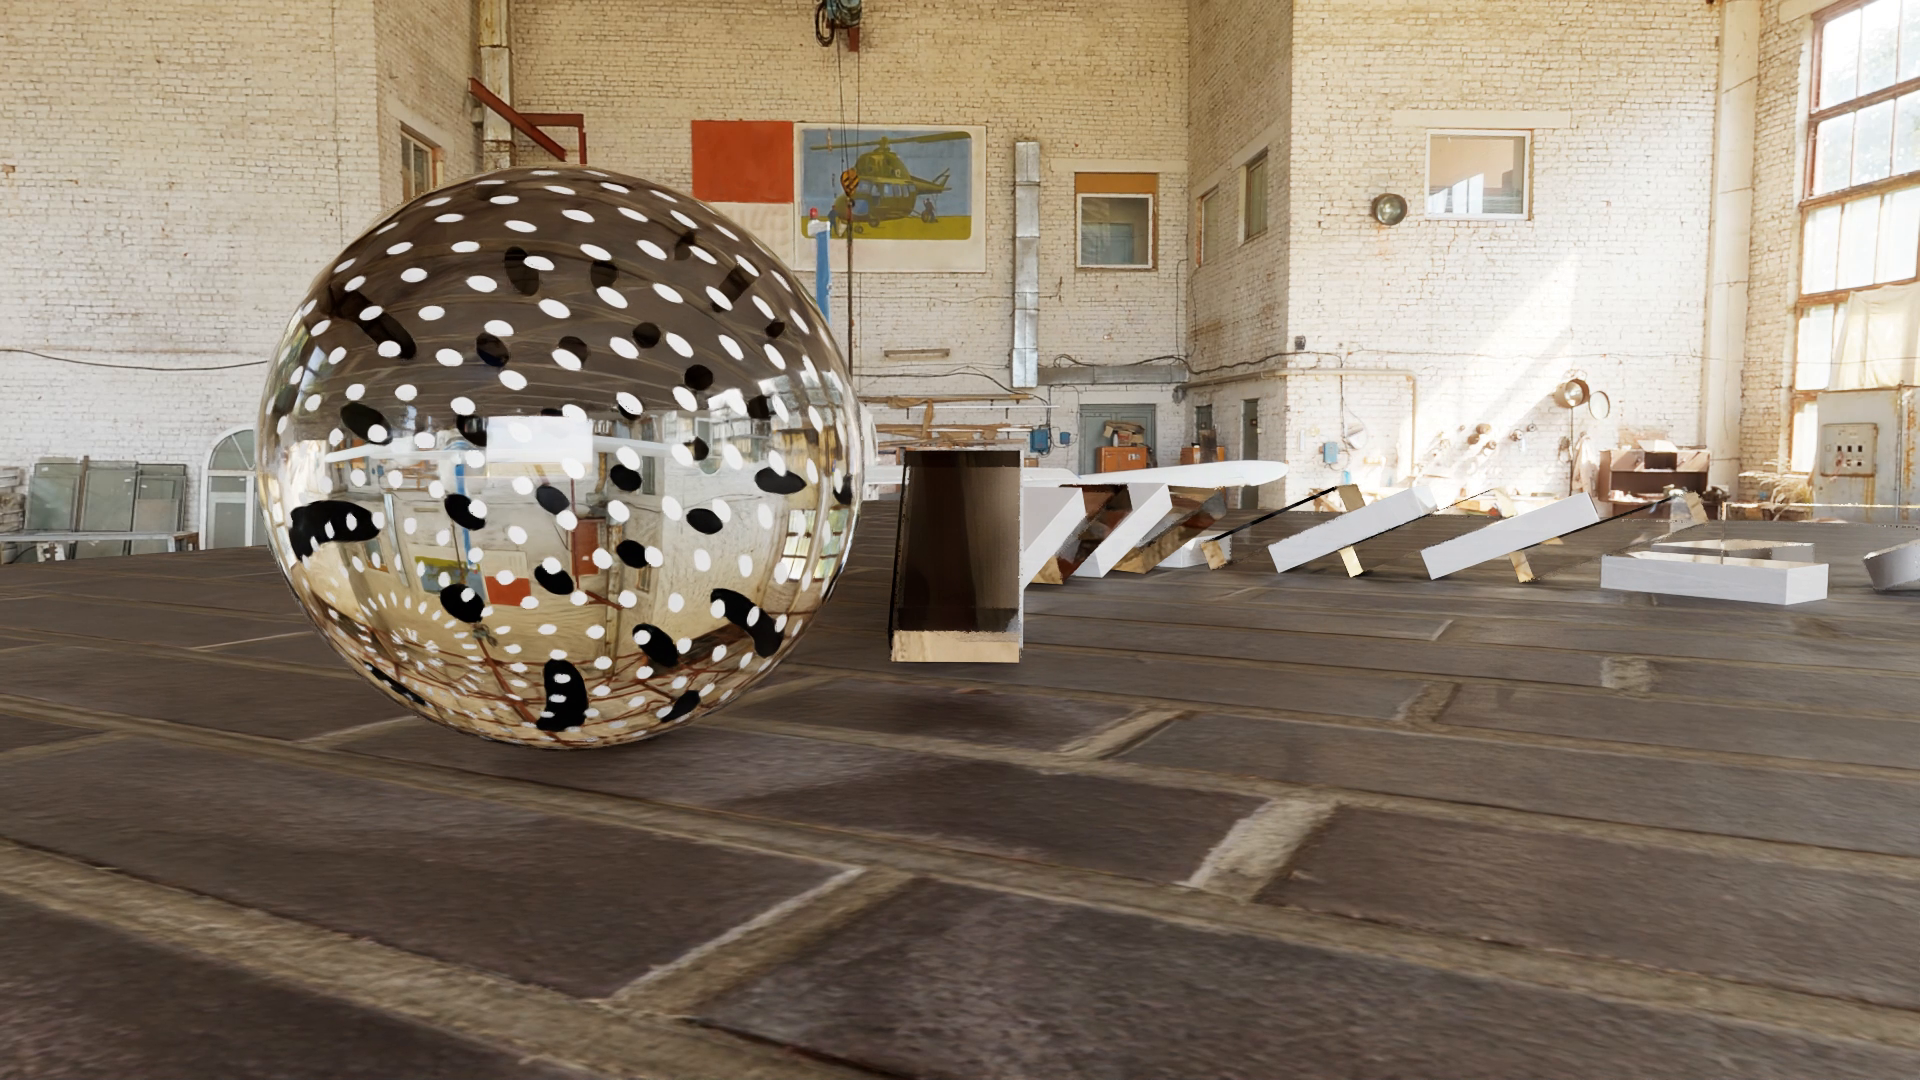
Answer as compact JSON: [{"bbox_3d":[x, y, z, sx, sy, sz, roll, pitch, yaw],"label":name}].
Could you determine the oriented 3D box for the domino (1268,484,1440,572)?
[{"bbox_3d":[0.129,-0.004,0.422,0.050,0.009,0.025,-26,-10,30],"label":"domino"}]

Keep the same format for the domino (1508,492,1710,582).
[{"bbox_3d":[0.195,-0.001,0.386,0.050,0.009,0.025,-25,-13,36],"label":"domino"}]

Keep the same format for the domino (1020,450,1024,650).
[{"bbox_3d":[0.001,0.001,0.278,0.025,0.010,0.050,0,47,3],"label":"domino"}]

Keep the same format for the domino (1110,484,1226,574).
[{"bbox_3d":[0.067,-0.005,0.444,0.025,0.010,0.050,7,29,44],"label":"domino"}]

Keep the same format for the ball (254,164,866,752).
[{"bbox_3d":[-0.053,-0.011,0.180,0.080,0.080,0.080,0,4,0],"label":"ball"}]

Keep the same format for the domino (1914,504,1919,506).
[{"bbox_3d":[0.280,-0.002,0.392,0.050,0.009,0.025,-22,-10,21],"label":"domino"}]

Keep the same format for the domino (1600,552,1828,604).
[{"bbox_3d":[0.214,0.010,0.367,0.025,0.009,0.050,-3,5,-35],"label":"domino"}]

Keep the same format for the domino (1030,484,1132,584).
[{"bbox_3d":[0.032,-0.003,0.409,0.025,0.009,0.050,2,29,35],"label":"domino"}]

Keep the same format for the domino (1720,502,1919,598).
[{"bbox_3d":[0.249,0.002,0.370,0.050,0.025,0.009,2,5,26],"label":"domino"}]

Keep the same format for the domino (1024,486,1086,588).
[{"bbox_3d":[0.017,-0.001,0.389,0.025,0.010,0.050,2,29,29],"label":"domino"}]

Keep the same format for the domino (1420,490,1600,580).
[{"bbox_3d":[0.171,-0.002,0.399,0.050,0.009,0.025,-23,-8,26],"label":"domino"}]

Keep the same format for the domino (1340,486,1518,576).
[{"bbox_3d":[0.149,-0.003,0.410,0.050,0.009,0.025,-25,-9,30],"label":"domino"}]

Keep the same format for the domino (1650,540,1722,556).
[{"bbox_3d":[0.256,0.006,0.425,0.050,0.009,0.025,-2,5,-30],"label":"domino"}]

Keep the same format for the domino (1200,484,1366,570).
[{"bbox_3d":[0.109,-0.005,0.434,0.050,0.009,0.025,-26,-10,31],"label":"domino"}]

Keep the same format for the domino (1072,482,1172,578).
[{"bbox_3d":[0.048,-0.004,0.428,0.025,0.010,0.050,2,29,38],"label":"domino"}]

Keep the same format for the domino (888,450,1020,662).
[{"bbox_3d":[0.000,0.002,0.264,0.025,0.009,0.050,0,47,3],"label":"domino"}]

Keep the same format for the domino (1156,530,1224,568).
[{"bbox_3d":[0.080,0.003,0.469,0.025,0.009,0.050,3,5,35],"label":"domino"}]

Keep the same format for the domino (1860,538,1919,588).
[{"bbox_3d":[0.294,0.001,0.373,0.050,0.010,0.025,-25,-12,37],"label":"domino"}]
